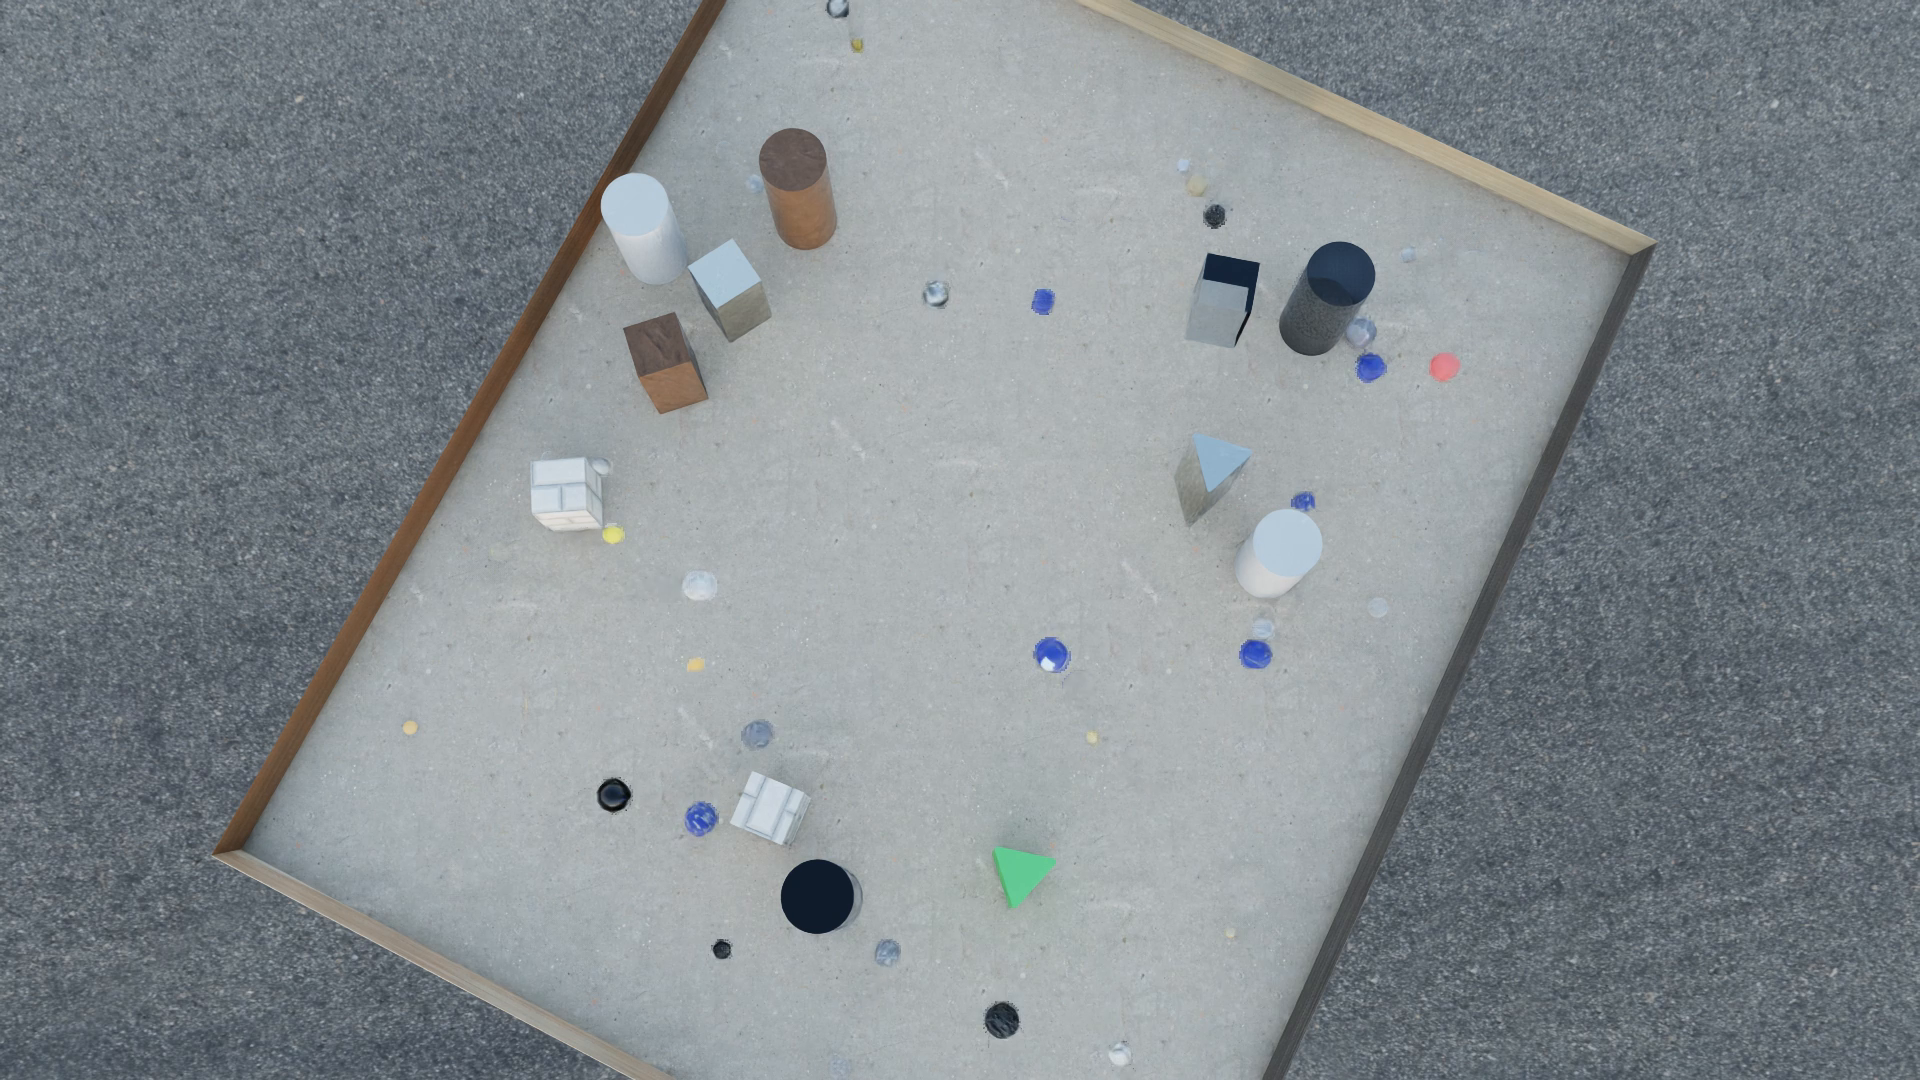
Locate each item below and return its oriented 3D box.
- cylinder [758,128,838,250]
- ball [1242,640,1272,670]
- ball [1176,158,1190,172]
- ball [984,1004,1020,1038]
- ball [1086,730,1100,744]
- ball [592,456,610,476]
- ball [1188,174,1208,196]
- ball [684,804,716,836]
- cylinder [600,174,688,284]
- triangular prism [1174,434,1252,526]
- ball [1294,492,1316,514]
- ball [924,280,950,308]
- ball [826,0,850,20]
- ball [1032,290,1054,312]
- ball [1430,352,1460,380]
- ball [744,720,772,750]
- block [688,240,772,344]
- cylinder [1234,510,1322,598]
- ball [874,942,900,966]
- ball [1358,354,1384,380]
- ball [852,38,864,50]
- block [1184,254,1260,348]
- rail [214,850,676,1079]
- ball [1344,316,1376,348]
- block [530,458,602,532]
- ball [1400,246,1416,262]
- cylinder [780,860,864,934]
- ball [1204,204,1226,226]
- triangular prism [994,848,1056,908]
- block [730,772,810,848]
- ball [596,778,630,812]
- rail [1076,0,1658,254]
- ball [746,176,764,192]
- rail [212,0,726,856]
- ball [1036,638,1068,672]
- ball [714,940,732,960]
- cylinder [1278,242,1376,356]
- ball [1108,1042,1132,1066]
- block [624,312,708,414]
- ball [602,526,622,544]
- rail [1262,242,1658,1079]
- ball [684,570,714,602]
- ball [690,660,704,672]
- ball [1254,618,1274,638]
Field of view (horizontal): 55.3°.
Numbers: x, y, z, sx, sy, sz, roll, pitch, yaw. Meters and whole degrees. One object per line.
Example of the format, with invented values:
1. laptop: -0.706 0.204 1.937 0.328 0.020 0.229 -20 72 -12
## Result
1. cylinder: -0.490 -1.064 5.593 0.198 0.477 0.198 0 78 0
2. ball: 0.891 0.344 5.499 0.090 0.090 0.090 0 78 0
3. ball: 0.711 -1.196 5.844 0.040 0.040 0.040 0 78 0
4. ball: 0.121 1.385 5.279 0.099 0.099 0.099 0 78 0
5. ball: 0.396 0.589 5.474 0.040 0.040 0.040 0 78 0
6. ball: -1.101 -0.228 5.635 0.056 0.056 0.056 0 78 0
7. ball: 0.755 -1.128 5.816 0.067 0.067 0.067 0 78 0
8. ball: -0.765 0.824 5.398 0.095 0.095 0.095 0 78 0
9. cylinder: -0.958 -0.945 5.598 0.198 0.419 0.198 0 78 0
10. triangular prism: 0.712 -0.198 5.409 0.172 0.487 0.149 -42 81 -8
11. ball: 1.055 -0.114 5.606 0.067 0.067 0.067 0 78 0
12. ball: -0.074 -0.770 5.735 0.081 0.081 0.081 0 78 0
13. ball: -0.395 -1.724 5.936 0.073 0.073 0.073 0 78 0
14. ball: 0.261 -0.747 5.737 0.068 0.068 0.068 0 78 0
15. ball: 1.505 -0.539 5.683 0.089 0.089 0.089 0 78 0
16. ball: -0.602 0.581 5.453 0.085 0.085 0.085 0 78 0
17. block: -0.699 -0.757 5.602 0.159 0.336 0.159 -34 80 -7
18. cylinder: 0.937 0.045 5.421 0.198 0.365 0.198 0 78 0
19. ball: -0.212 1.204 5.330 0.073 0.073 0.073 0 78 0
20. ball: 1.275 -0.536 5.685 0.084 0.084 0.084 0 78 0
21. ball: -0.331 -1.603 5.928 0.041 0.041 0.041 0 78 0
22. block: 0.796 -0.725 5.589 0.159 0.348 0.159 11 79 2
23. rail: -0.798 1.570 5.225 3.036 0.129 0.045 26 80 5
24. ball: 1.246 -0.648 5.701 0.097 0.097 0.097 0 78 0
25. block: -1.181 -0.134 5.513 0.159 0.257 0.159 -4 78 -1
26. ball: 1.415 -0.902 5.778 0.049 0.049 0.049 0 78 0
27. cylinder: -0.384 1.008 5.169 0.198 0.469 0.198 0 78 0
28. ball: 0.807 -1.027 5.795 0.067 0.067 0.067 0 78 0
29. triangular prism: 0.152 0.936 5.235 0.149 0.368 0.172 42 81 8
30. block: -0.547 0.785 5.320 0.159 0.262 0.159 22 79 4
31. ball: -1.023 0.754 5.410 0.098 0.098 0.098 0 78 0
32. rail: 0.798 -1.556 5.872 3.036 0.129 0.045 26 80 5
33. ball: -0.650 -1.131 5.823 0.054 0.054 0.054 0 78 0
34. rail: -1.337 -0.648 5.684 0.045 0.129 3.616 26 80 5
35. ball: 0.276 0.345 5.495 0.098 0.098 0.098 0 78 0
36. ball: -0.692 1.195 5.342 0.053 0.053 0.053 0 78 0
37. cylinder: 1.101 -0.721 5.525 0.198 0.472 0.198 0 78 0
38. ball: 0.461 1.481 5.277 0.065 0.065 0.065 0 78 0
39. block: -0.882 -0.528 5.524 0.159 0.395 0.159 -18 79 -4
40. ball: -1.060 -0.016 5.591 0.057 0.057 0.057 0 78 0
41. rail: 1.337 0.661 5.413 0.045 0.129 3.616 26 80 5
42. ball: -0.789 0.137 5.540 0.095 0.095 0.095 0 78 0
43. ball: -0.793 0.379 5.517 0.042 0.042 0.042 0 78 0
44. ball: 0.916 0.265 5.530 0.061 0.061 0.061 0 78 0
